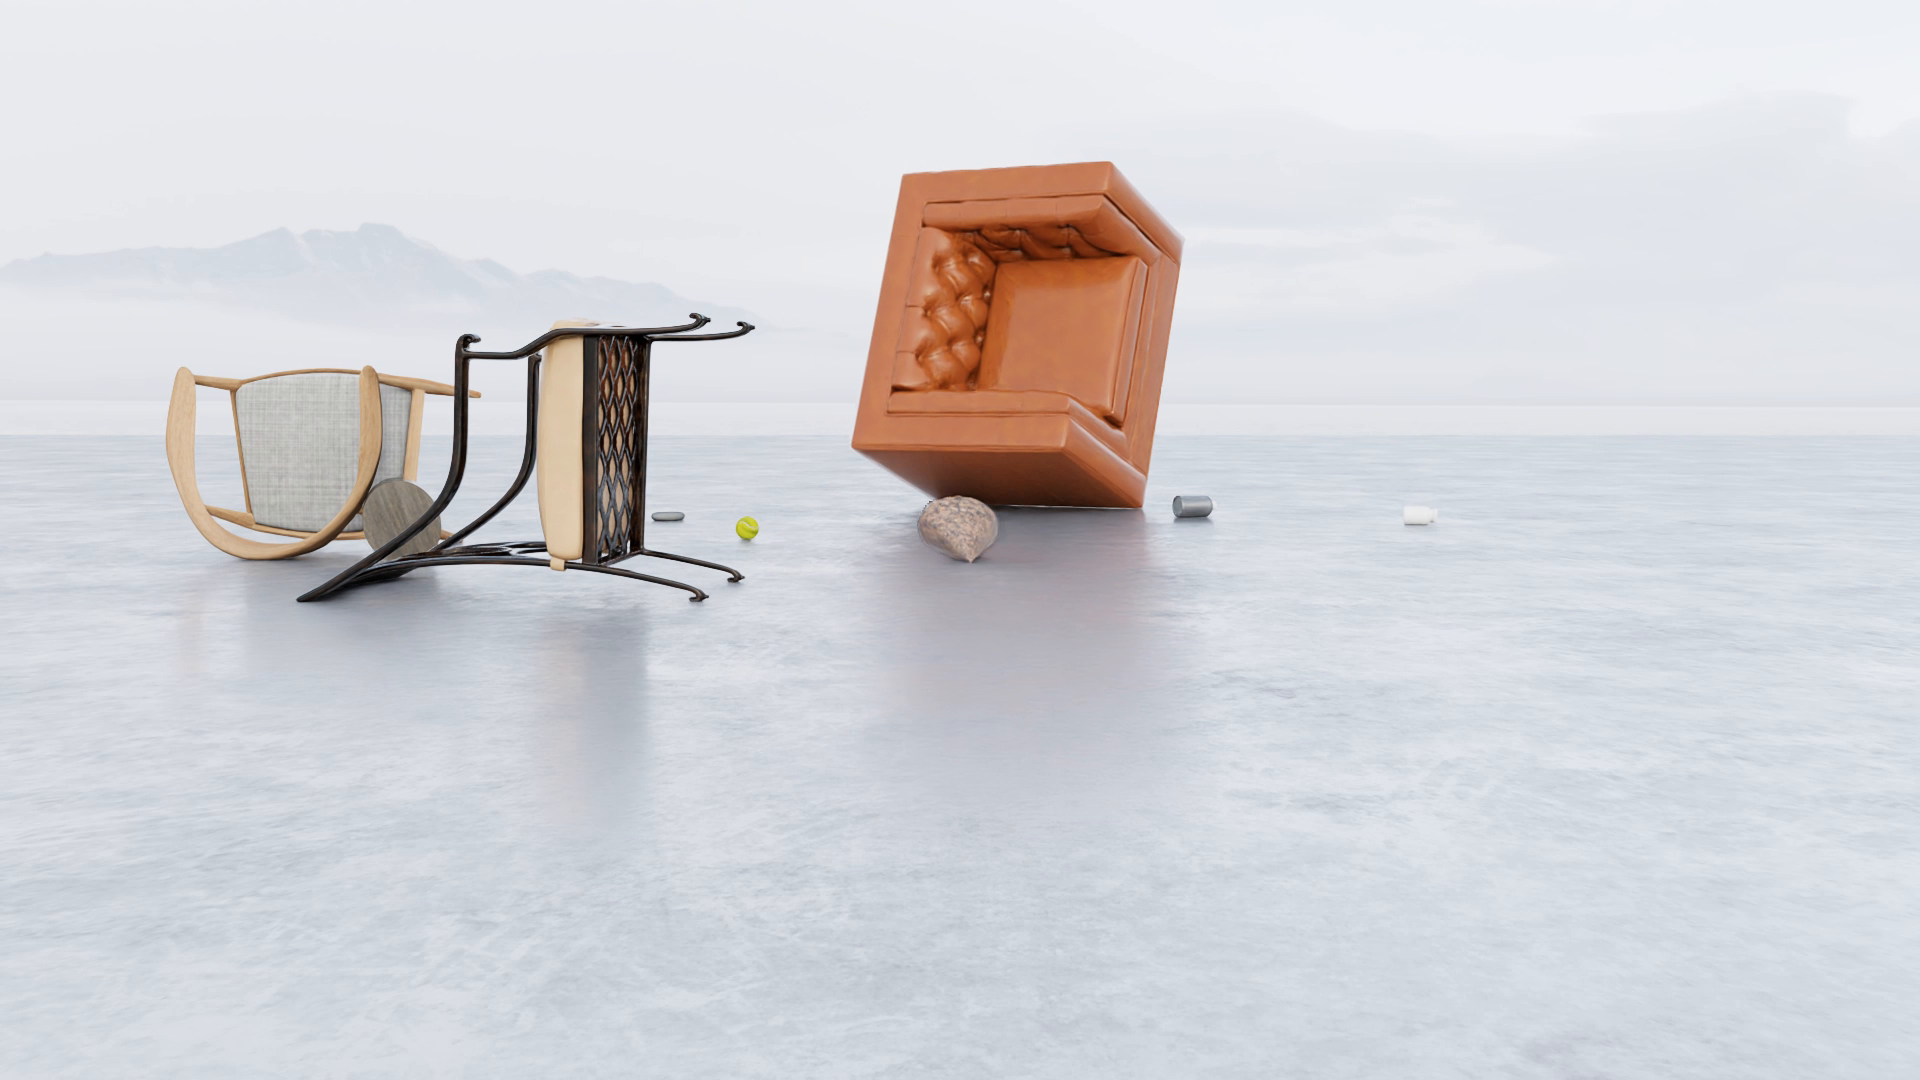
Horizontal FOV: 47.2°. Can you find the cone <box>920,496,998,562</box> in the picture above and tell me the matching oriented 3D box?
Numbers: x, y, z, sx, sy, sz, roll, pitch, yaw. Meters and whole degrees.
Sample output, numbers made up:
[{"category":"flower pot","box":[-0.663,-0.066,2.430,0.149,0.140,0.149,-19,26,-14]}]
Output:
[{"category":"cone","box":[0.012,0.012,5.758,0.216,0.182,0.188,16,26,-19]}]

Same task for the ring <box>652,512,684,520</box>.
[{"category":"ring","box":[-0.999,-0.081,7.525,0.102,0.029,0.130,2,4,33]}]

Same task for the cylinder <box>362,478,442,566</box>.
[{"category":"cylinder","box":[-1.450,-0.051,5.707,0.192,0.219,0.244,-20,9,-13]}]
